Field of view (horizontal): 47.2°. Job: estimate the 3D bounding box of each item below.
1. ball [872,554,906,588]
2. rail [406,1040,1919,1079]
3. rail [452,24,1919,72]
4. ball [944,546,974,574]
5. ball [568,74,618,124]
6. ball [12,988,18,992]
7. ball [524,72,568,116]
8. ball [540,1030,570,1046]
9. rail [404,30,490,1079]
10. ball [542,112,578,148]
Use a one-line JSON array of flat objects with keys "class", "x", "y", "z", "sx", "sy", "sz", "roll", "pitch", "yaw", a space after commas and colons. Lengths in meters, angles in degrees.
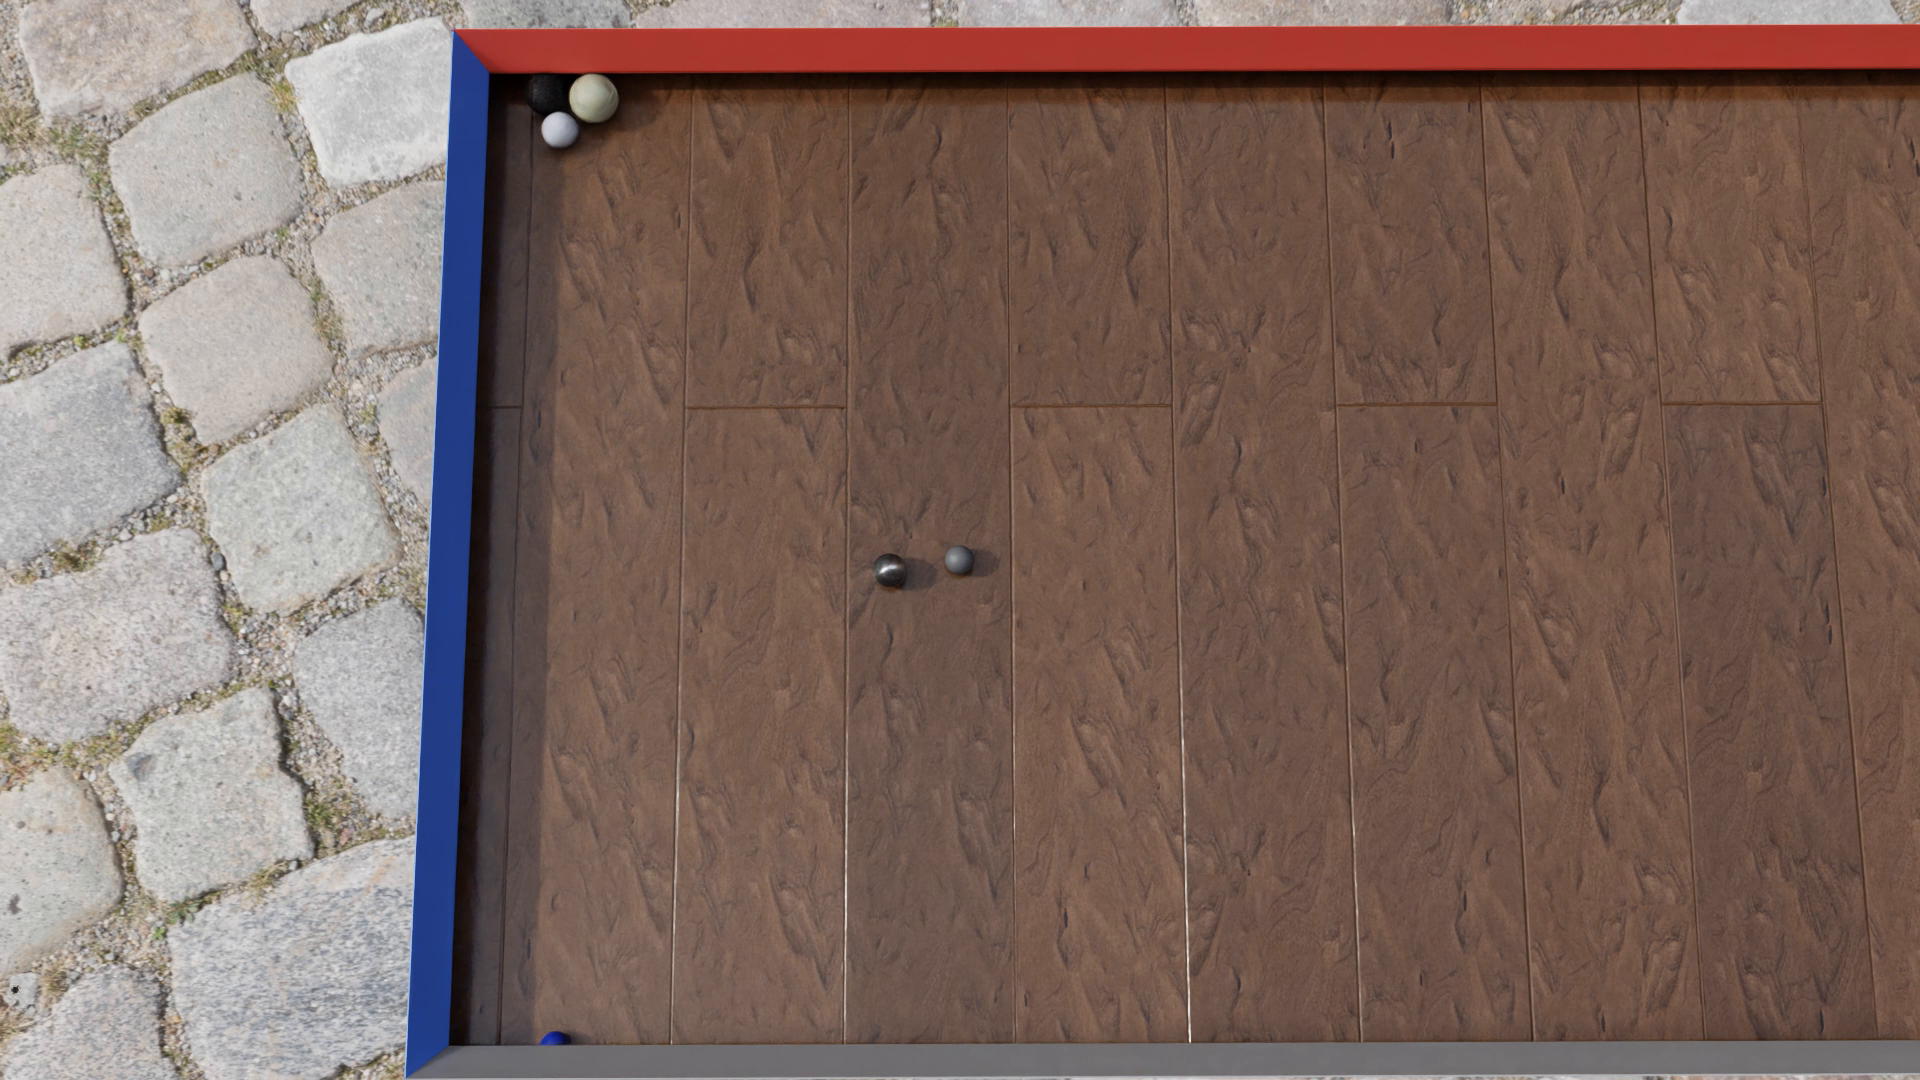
[{"class": "ball", "x": -0.106, "y": 0.046, "z": 3.301, "sx": 0.052, "sy": 0.052, "sz": 0.052, "roll": 0, "pitch": 78, "yaw": 0}, {"class": "rail", "x": 0.779, "y": 0.735, "z": 3.122, "sx": 3.104, "sy": 0.123, "sz": 0.045, "roll": 0, "pitch": 78, "yaw": 0}, {"class": "rail", "x": 0.773, "y": -0.755, "z": 3.428, "sx": 3.104, "sy": 0.123, "sz": 0.045, "roll": 0, "pitch": 78, "yaw": 0}, {"class": "ball", "x": -0.001, "y": 0.030, "z": 3.309, "sx": 0.044, "sy": 0.044, "sz": 0.044, "roll": 0, "pitch": 78, "yaw": 0}, {"class": "ball", "x": -0.573, "y": -0.691, "z": 3.440, "sx": 0.077, "sy": 0.077, "sz": 0.077, "roll": 0, "pitch": 78, "yaw": 0}, {"class": "ball", "x": -15.327, "y": 7.300, "z": 35.677, "sx": 0.095, "sy": 0.095, "sz": 0.095, "roll": 0, "pitch": 78, "yaw": 0}, {"class": "ball", "x": -0.648, "y": -0.699, "z": 3.447, "sx": 0.067, "sy": 0.067, "sz": 0.067, "roll": 0, "pitch": 78, "yaw": 0}, {"class": "ball", "x": -0.584, "y": 0.728, "z": 3.166, "sx": 0.042, "sy": 0.042, "sz": 0.042, "roll": 0, "pitch": 78, "yaw": 0}, {"class": "rail", "x": -0.752, "y": -0.004, "z": 3.274, "sx": 0.045, "sy": 0.123, "sz": 1.568, "roll": 0, "pitch": 78, "yaw": 0}, {"class": "ball", "x": -0.626, "y": -0.641, "z": 3.440, "sx": 0.057, "sy": 0.057, "sz": 0.057, "roll": 0, "pitch": 78, "yaw": 0}]
